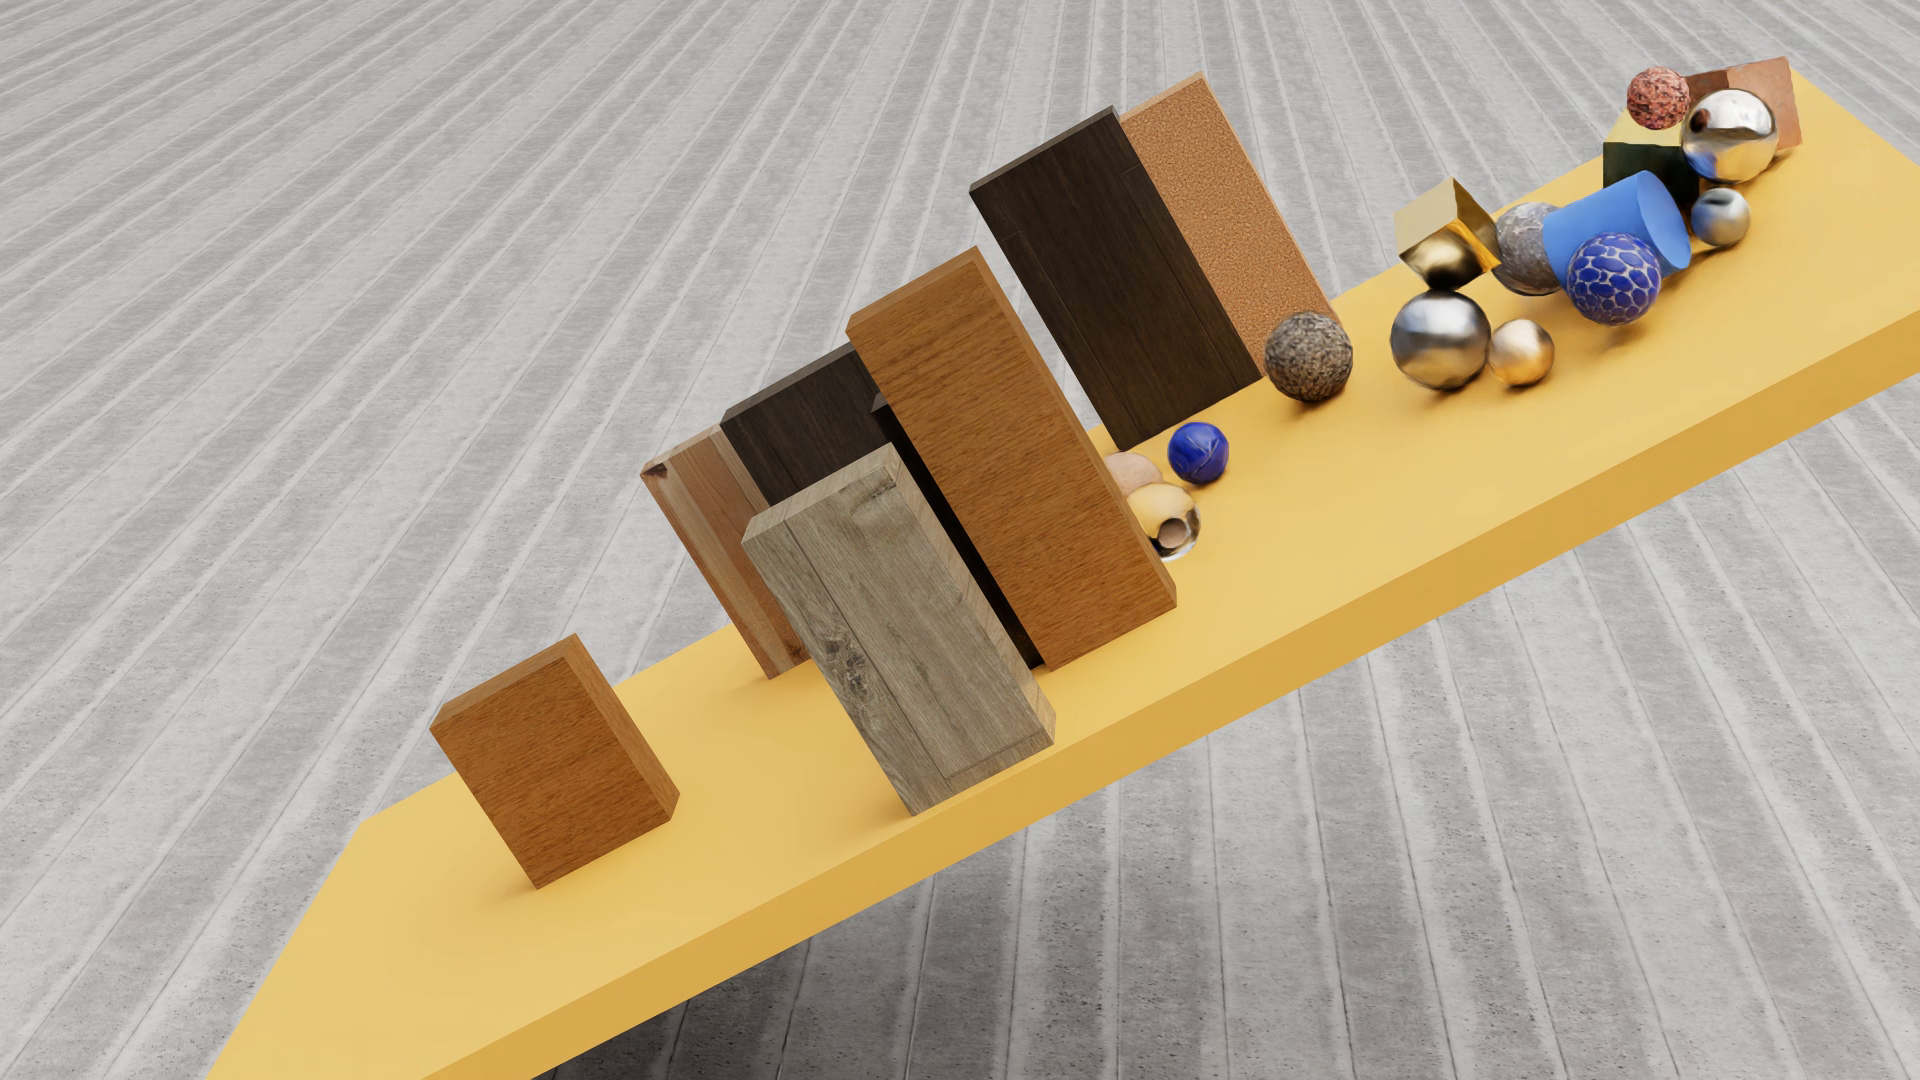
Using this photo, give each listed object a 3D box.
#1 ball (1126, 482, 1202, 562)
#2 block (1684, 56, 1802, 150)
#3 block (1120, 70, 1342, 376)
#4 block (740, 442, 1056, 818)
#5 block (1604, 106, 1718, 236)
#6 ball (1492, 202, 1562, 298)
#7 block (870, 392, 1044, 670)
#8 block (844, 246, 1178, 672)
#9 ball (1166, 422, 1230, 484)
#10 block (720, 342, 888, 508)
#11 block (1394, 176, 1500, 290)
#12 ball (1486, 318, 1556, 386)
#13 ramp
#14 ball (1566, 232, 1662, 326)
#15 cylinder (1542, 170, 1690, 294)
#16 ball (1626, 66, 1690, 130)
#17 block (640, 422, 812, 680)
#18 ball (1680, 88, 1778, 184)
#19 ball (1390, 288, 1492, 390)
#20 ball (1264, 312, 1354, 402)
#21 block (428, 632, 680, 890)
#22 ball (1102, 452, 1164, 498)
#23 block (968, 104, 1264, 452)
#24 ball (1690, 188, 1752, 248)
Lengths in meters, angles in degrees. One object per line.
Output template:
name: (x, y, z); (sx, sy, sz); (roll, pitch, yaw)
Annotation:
ball: (0.397, -0.035, 5.837); (0.162, 0.162, 0.162); (0, 19, 0)
block: (1.603, -0.888, 6.117); (0.185, 0.185, 0.185); (-16, 8, -31)
block: (0.555, -0.683, 6.726); (0.365, 0.675, 0.097); (-28, 15, 12)
block: (-0.106, 0.166, 5.369); (0.300, 0.607, 0.148); (-28, 15, 12)
block: (1.429, -0.752, 5.990); (0.192, 0.192, 0.192); (7, 32, 23)
ball: (1.178, -0.596, 6.030); (0.195, 0.195, 0.195); (0, 19, 0)
block: (0.103, -0.077, 5.754); (0.275, 0.607, 0.132); (-28, 15, 12)
block: (0.104, -0.151, 5.646); (0.278, 0.783, 0.127); (-28, 15, 12)
ball: (0.507, -0.186, 6.254); (0.134, 0.134, 0.134); (0, 19, 0)
block: (-0.172, -0.110, 6.397); (0.433, 0.618, 0.117); (-28, 15, 12)
block: (0.986, -0.612, 5.960); (0.146, 0.146, 0.146); (-32, 32, 28)
ball: (1.083, -0.362, 5.681); (0.131, 0.131, 0.131); (0, 19, 0)
ramp: (0.142, 0.168, 6.285); (4.000, 0.100, 2.000); (-28, 15, 12)
ball: (1.244, -0.497, 5.594); (0.179, 0.179, 0.179); (0, 19, 0)
cylinder: (1.291, -0.589, 5.782); (0.208, 0.208, 0.208); (-24, 3, 34)
ball: (1.338, -0.846, 5.637); (0.121, 0.121, 0.121); (0, 19, 0)
block: (-0.384, -0.029, 6.667); (0.444, 0.565, 0.093); (-28, 15, 12)
ball: (1.486, -0.780, 5.686); (0.186, 0.186, 0.186); (0, 19, 0)
ball: (0.966, -0.402, 5.907); (0.204, 0.204, 0.204); (0, 19, 0)
ball: (0.752, -0.393, 6.336); (0.191, 0.191, 0.191); (0, 19, 0)
block: (-0.857, 0.471, 6.243); (0.338, 0.422, 0.141); (-28, 15, 12)
ball: (0.350, -0.103, 6.223); (0.170, 0.170, 0.170); (0, 19, 0)
block: (0.361, -0.595, 6.758); (0.374, 0.708, 0.097); (-28, 15, 12)
ball: (1.496, -0.634, 5.783); (0.117, 0.117, 0.117); (0, 19, 0)
